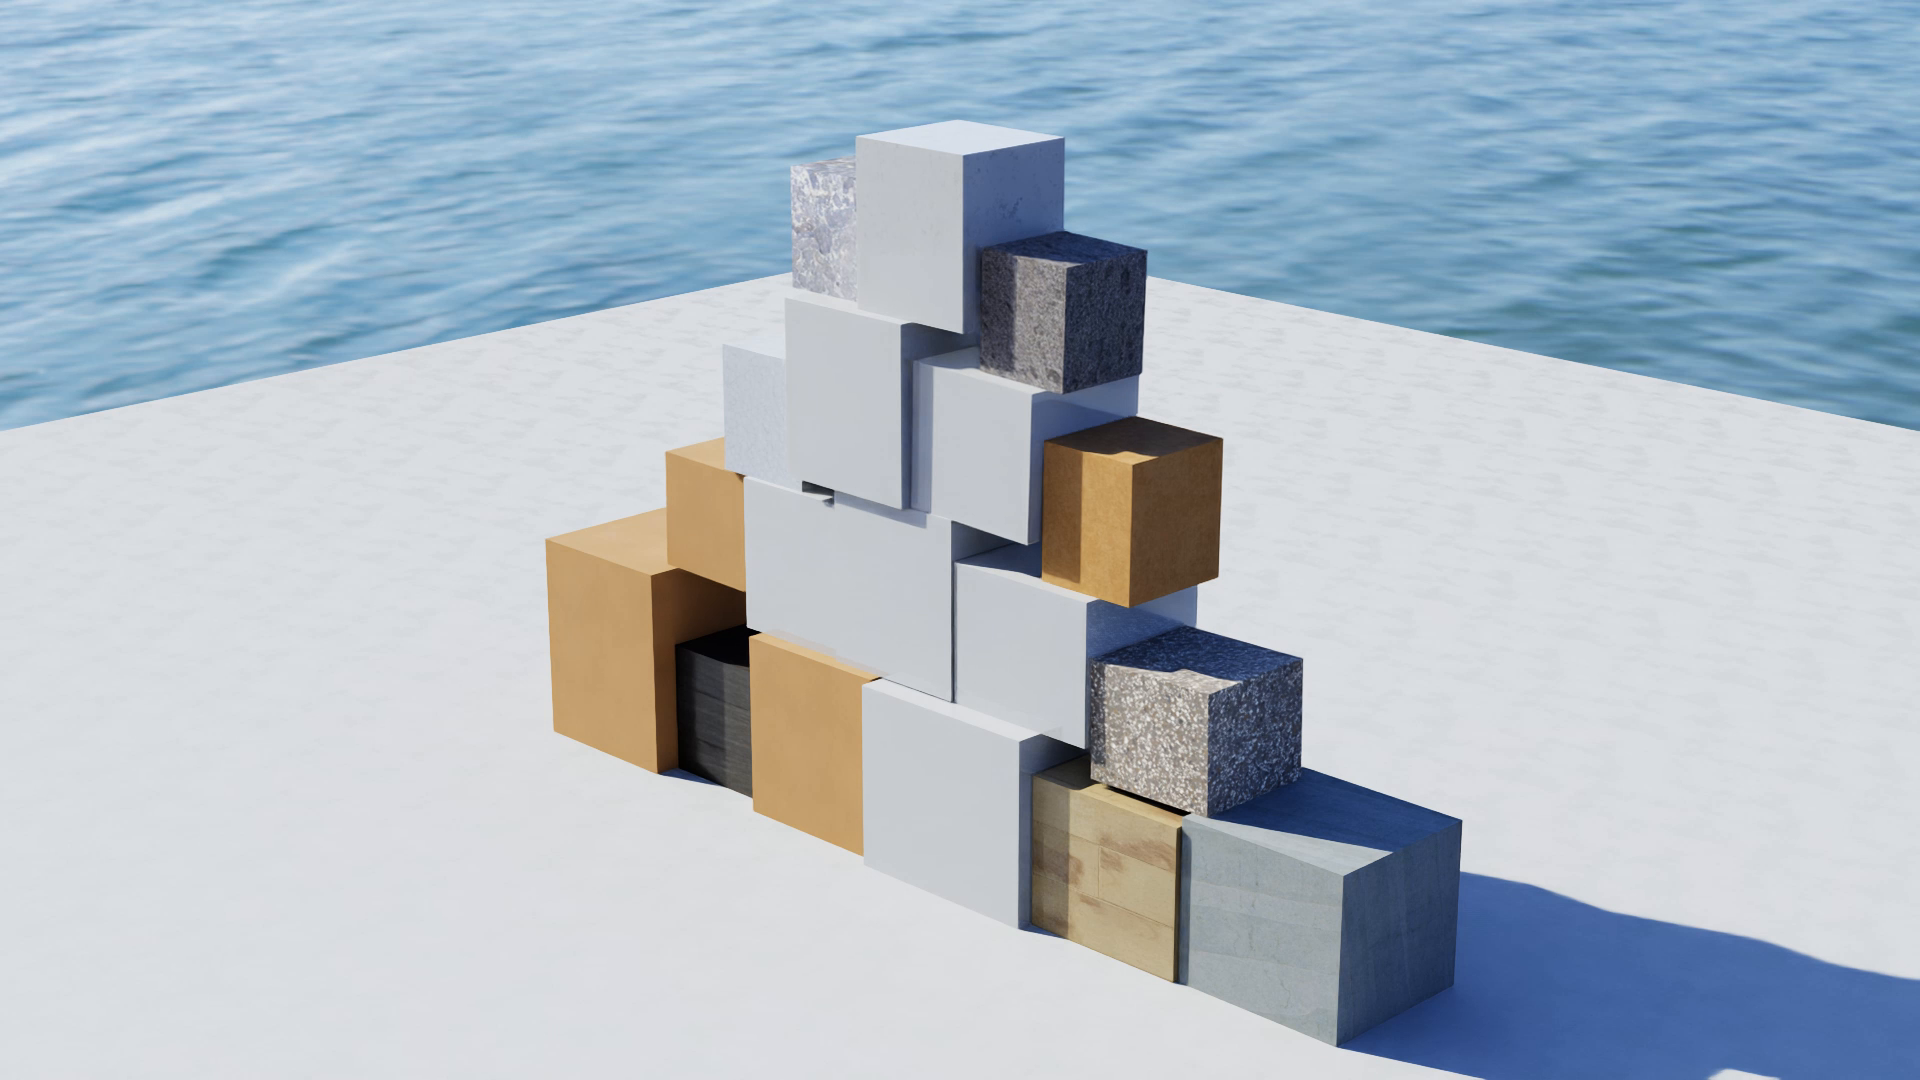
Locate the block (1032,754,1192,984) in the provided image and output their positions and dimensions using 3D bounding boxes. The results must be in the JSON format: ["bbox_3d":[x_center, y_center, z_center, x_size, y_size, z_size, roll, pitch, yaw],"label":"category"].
[{"bbox_3d":[0.887,1.364,12.824,0.788,0.708,0.822,-17,24,-42],"label":"block"}]

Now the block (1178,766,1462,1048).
[{"bbox_3d":[1.503,1.515,12.269,0.799,0.753,0.841,-17,24,-42],"label":"block"}]

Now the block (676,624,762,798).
[{"bbox_3d":[-0.936,0.832,14.605,0.669,0.655,0.672,-17,24,-42],"label":"block"}]

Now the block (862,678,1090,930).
[{"bbox_3d":[0.253,1.081,13.428,0.986,0.886,0.989,-17,24,-42],"label":"block"}]

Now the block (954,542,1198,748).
[{"bbox_3d":[0.509,0.419,12.956,0.723,0.660,0.788,-17,24,-42],"label":"block"}]

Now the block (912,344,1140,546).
[{"bbox_3d":[0.283,-0.452,12.883,0.681,0.669,0.714,-17,26,-42],"label":"block"}]

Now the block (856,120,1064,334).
[{"bbox_3d":[0.001,-1.387,12.876,0.628,0.771,0.658,-17,24,-42],"label":"block"}]

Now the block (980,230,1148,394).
[{"bbox_3d":[0.442,-0.981,12.562,0.505,0.545,0.490,-17,26,-42],"label":"block"}]

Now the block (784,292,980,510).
[{"bbox_3d":[-0.242,-0.699,13.371,0.798,0.840,0.755,-17,24,-42],"label":"block"}]

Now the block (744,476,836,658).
[{"bbox_3d":[-0.542,0.055,13.949,0.703,0.746,0.649,-17,24,-42],"label":"block"}]

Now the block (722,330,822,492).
[{"bbox_3d":[-0.694,-0.641,13.897,0.653,0.614,0.543,-17,24,-42],"label":"block"}]

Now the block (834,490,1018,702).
[{"bbox_3d":[-0.046,0.160,13.448,0.734,0.846,0.753,-17,24,-42],"label":"block"}]

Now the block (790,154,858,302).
[{"bbox_3d":[-0.412,-1.419,13.324,0.523,0.561,0.477,17,24,42],"label":"block"}]

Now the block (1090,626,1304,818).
[{"bbox_3d":[1.009,0.764,12.513,0.620,0.543,0.653,-17,23,-42],"label":"block"}]

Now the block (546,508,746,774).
[{"bbox_3d":[-1.502,0.490,15.042,0.863,1.045,0.844,-17,24,-42],"label":"block"}]

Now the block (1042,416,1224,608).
[{"bbox_3d":[0.737,-0.129,12.556,0.582,0.625,0.503,-17,24,-42],"label":"block"}]

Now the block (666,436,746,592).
[{"bbox_3d":[-1.008,-0.145,14.369,0.577,0.579,0.650,-17,25,-42],"label":"block"}]

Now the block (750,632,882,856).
[{"bbox_3d":[-0.399,0.882,14.051,0.865,0.892,0.837,-17,24,-42],"label":"block"}]
